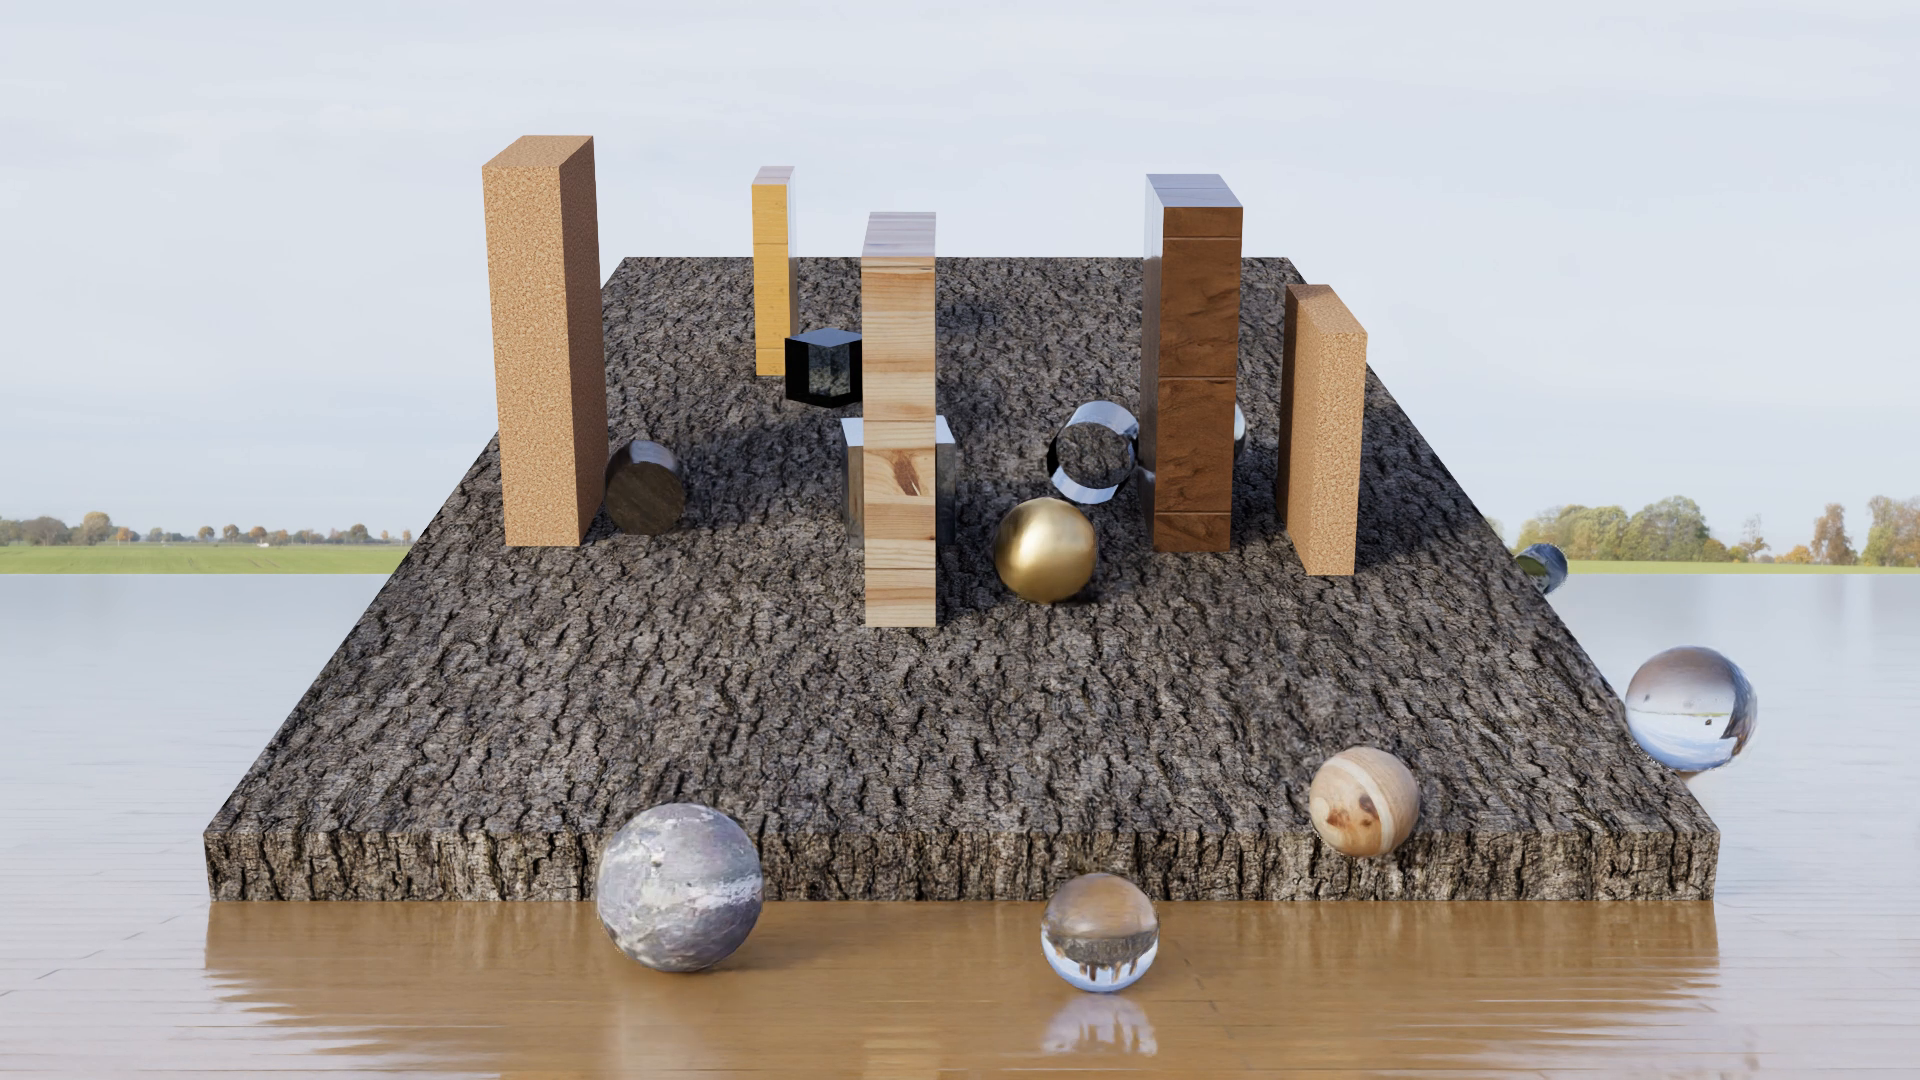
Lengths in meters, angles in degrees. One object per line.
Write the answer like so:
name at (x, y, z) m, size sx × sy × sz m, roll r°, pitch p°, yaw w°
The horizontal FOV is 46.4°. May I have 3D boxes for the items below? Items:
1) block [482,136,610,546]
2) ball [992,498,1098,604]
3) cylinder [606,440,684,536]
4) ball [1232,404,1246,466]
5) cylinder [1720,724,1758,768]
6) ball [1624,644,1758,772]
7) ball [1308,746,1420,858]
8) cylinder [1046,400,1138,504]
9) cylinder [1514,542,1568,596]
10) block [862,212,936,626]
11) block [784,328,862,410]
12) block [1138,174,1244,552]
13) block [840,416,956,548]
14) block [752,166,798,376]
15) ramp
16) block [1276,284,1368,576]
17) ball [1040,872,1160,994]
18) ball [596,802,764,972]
block at (-0.763, -0.379, 4.172) m, size 0.134 × 0.693 × 0.394 m, roll 0°, pitch 18°, yaw 0°
ball at (0.144, 0.017, 3.788) m, size 0.179 × 0.179 × 0.179 m, roll 0°, pitch -1°, yaw 0°
cylinder at (-0.591, -0.098, 4.193) m, size 0.144 × 0.144 × 0.144 m, roll 0°, pitch 18°, yaw -10°
ball at (0.478, -0.215, 4.482) m, size 0.191 × 0.191 × 0.191 m, roll 0°, pitch -1°, yaw 0°
cylinder at (1.687, 0.422, 5.029) m, size 0.167 × 0.167 × 0.167 m, roll 0°, pitch -1°, yaw 4°
ball at (1.023, 0.235, 3.131) m, size 0.178 × 0.178 × 0.178 m, roll 0°, pitch -1°, yaw 0°
ball at (0.520, 0.337, 2.876) m, size 0.141 × 0.141 × 0.141 m, roll 0°, pitch -1°, yaw 0°
cylinder at (0.266, -0.173, 4.396) m, size 0.165 × 0.165 × 0.165 m, roll 0°, pitch 18°, yaw 13°
cylinder at (1.366, 0.078, 5.320) m, size 0.117 × 0.117 × 0.117 m, roll -1°, pitch 15°, yaw 37°
block at (-0.098, -0.214, 3.791) m, size 0.115 × 0.616 × 0.415 m, roll 0°, pitch 18°, yaw 0°
block at (-0.298, -0.393, 5.104) m, size 0.143 × 0.143 × 0.143 m, roll 15°, pitch 23°, yaw 38°
block at (0.420, -0.335, 4.146) m, size 0.138 × 0.628 × 0.373 m, roll 0°, pitch 18°, yaw 0°
block at (-0.116, -0.110, 4.152) m, size 0.194 × 0.194 × 0.194 m, roll -2°, pitch 18°, yaw -7°
block at (-0.444, -0.653, 5.400) m, size 0.082 × 0.454 × 0.288 m, roll 0°, pitch 18°, yaw 0°
ramp at (-0.004, -0.187, 4.864) m, size 2.000 × 0.100 × 4.000 m, roll 0°, pitch 18°, yaw 0°
block at (0.653, -0.209, 4.072) m, size 0.080 × 0.435 × 0.415 m, roll 0°, pitch 18°, yaw 0°
ball at (0.146, 0.410, 2.339) m, size 0.125 × 0.125 × 0.125 m, roll 0°, pitch -1°, yaw 0°
ball at (-0.308, 0.382, 2.462) m, size 0.185 × 0.185 × 0.185 m, roll 0°, pitch -1°, yaw 0°
